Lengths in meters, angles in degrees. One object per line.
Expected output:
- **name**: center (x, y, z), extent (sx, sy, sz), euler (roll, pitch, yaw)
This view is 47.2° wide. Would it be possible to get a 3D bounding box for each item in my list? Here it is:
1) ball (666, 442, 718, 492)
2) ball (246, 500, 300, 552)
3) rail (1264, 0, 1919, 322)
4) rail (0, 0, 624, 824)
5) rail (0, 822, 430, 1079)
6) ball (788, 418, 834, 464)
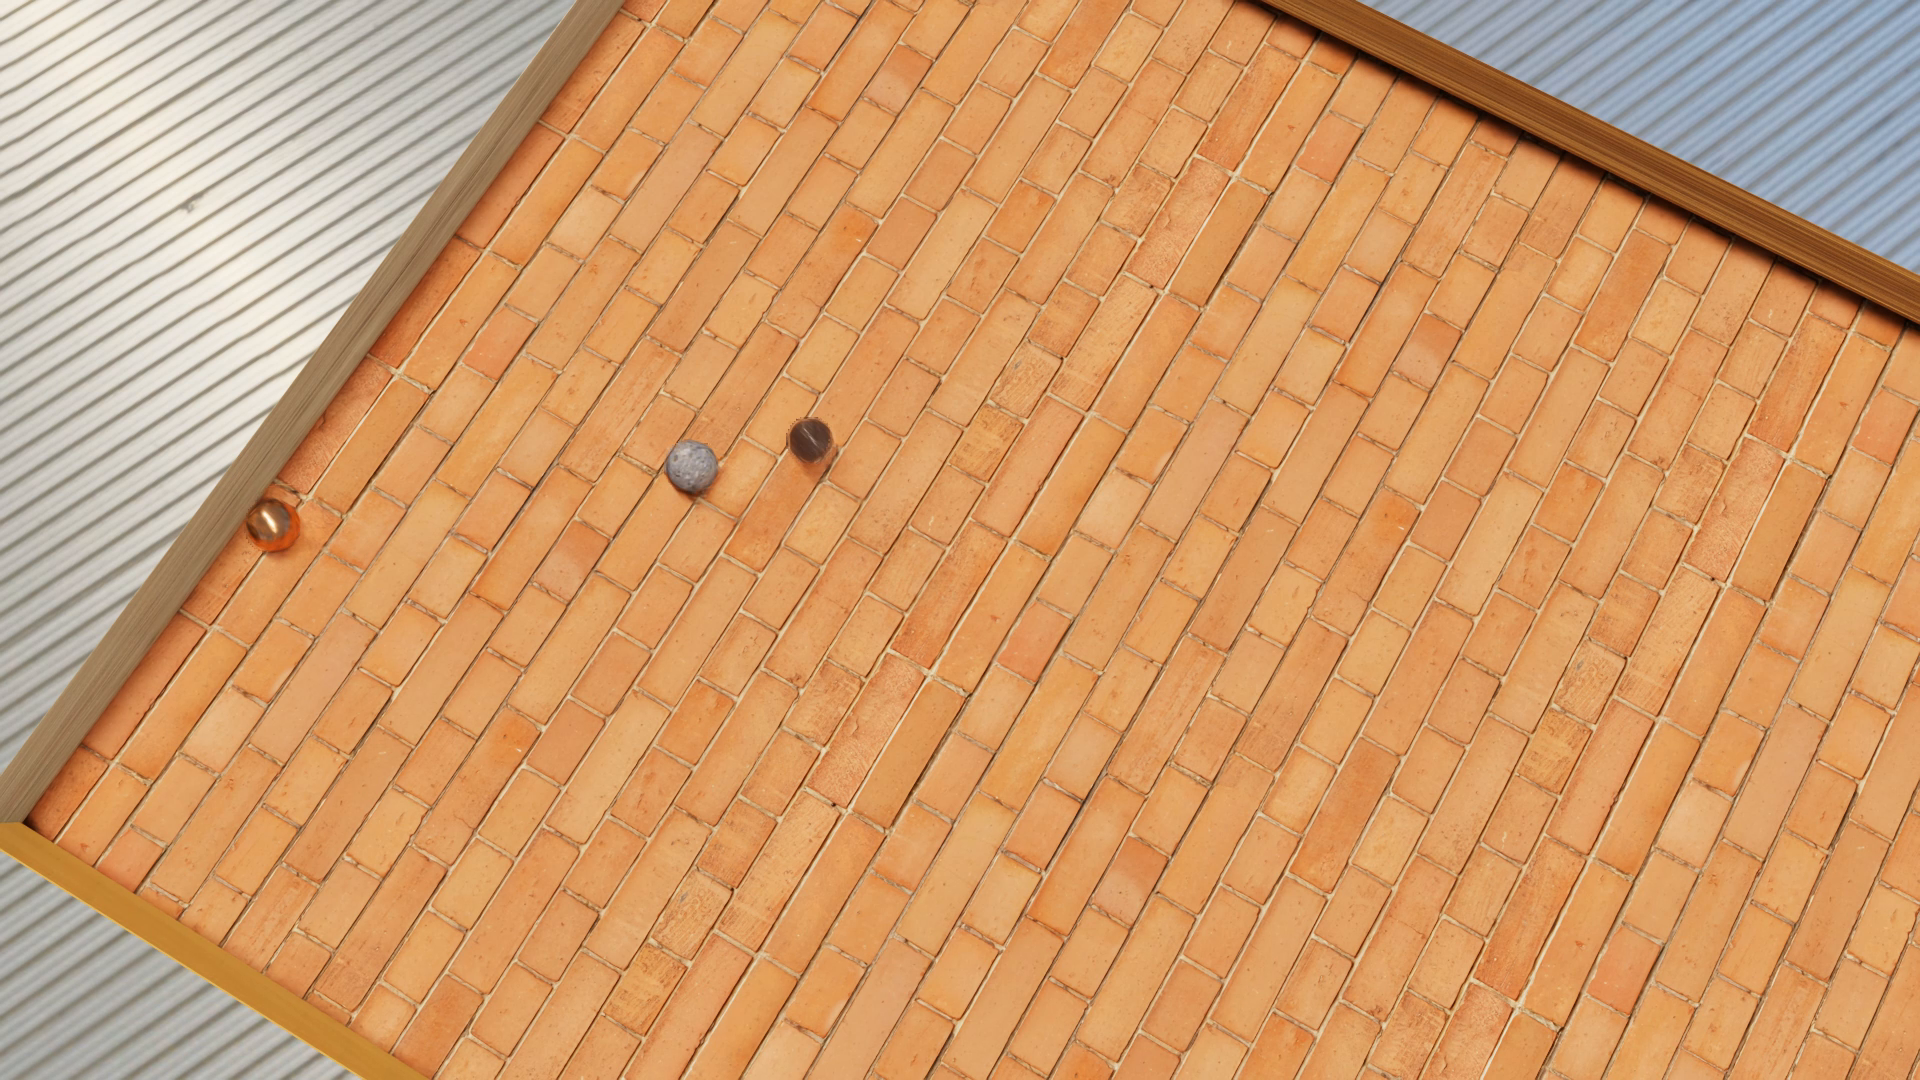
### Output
- **ball**: center (-0.421, -0.115, 3.458), extent (0.081, 0.081, 0.081), euler (0, 71, 0)
- **ball**: center (-1.068, -0.023, 3.424), extent (0.081, 0.081, 0.081), euler (0, 71, 0)
- **rail**: center (1.442, -0.425, 3.552), extent (4.084, 0.105, 0.045), euler (29, 73, 10)
- **rail**: center (-0.861, -0.480, 3.571), extent (0.045, 0.105, 2.271), euler (29, 73, 10)
- **rail**: center (0.320, 1.388, 2.921), extent (4.084, 0.105, 0.045), euler (29, 73, 10)
- **ball**: center (-0.236, -0.157, 3.478), extent (0.072, 0.072, 0.072), euler (0, 71, 0)
